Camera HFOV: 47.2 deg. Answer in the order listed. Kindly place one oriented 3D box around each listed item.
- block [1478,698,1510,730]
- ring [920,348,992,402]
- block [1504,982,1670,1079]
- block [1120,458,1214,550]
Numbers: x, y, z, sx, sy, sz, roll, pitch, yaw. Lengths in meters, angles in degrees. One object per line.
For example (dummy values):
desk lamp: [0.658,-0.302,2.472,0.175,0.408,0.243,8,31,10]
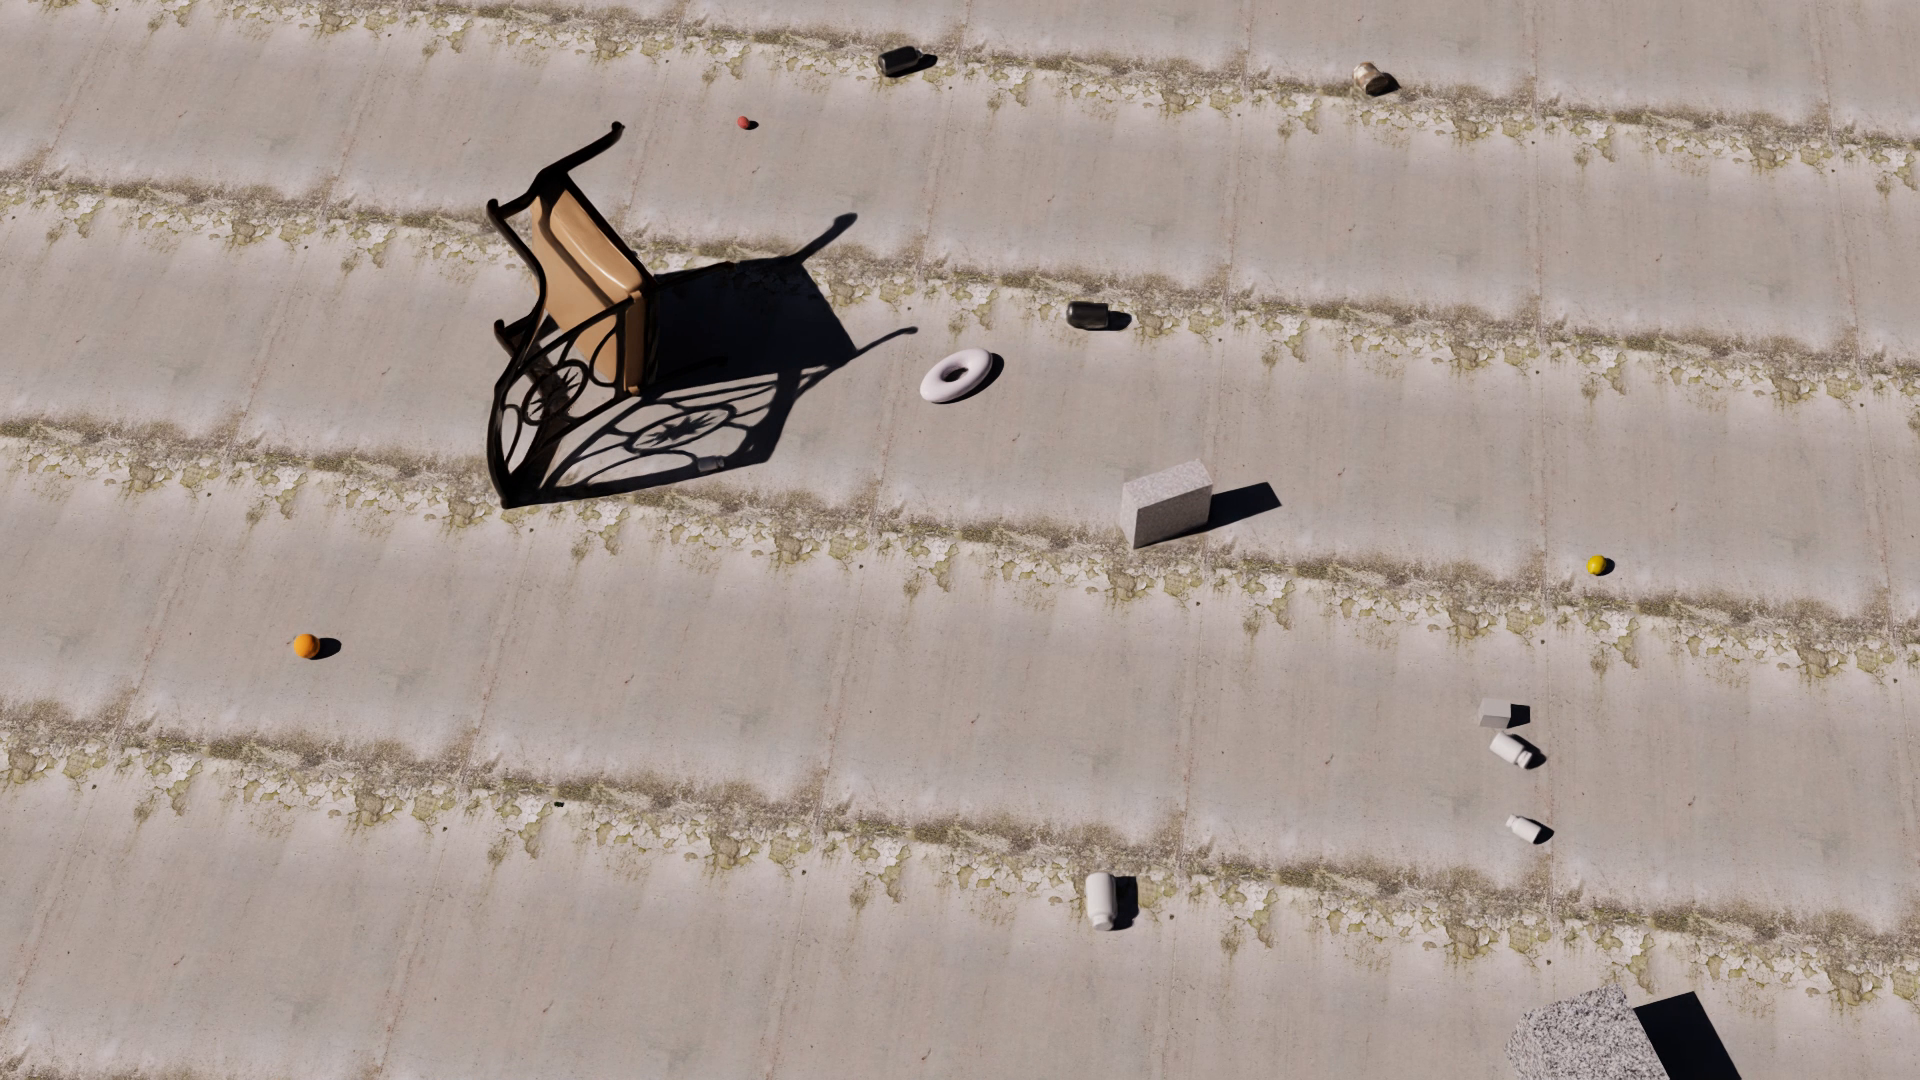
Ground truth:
block: [1.508,0.489,6.205,0.075,0.068,0.056,6,56,4]
ring: [-0.010,-0.517,6.888,0.274,0.054,0.138,-34,64,-21]
block: [1.573,1.320,5.538,0.263,0.250,0.269,-15,57,-10]
block: [0.610,-0.106,6.517,0.244,0.212,0.098,-19,58,-12]
